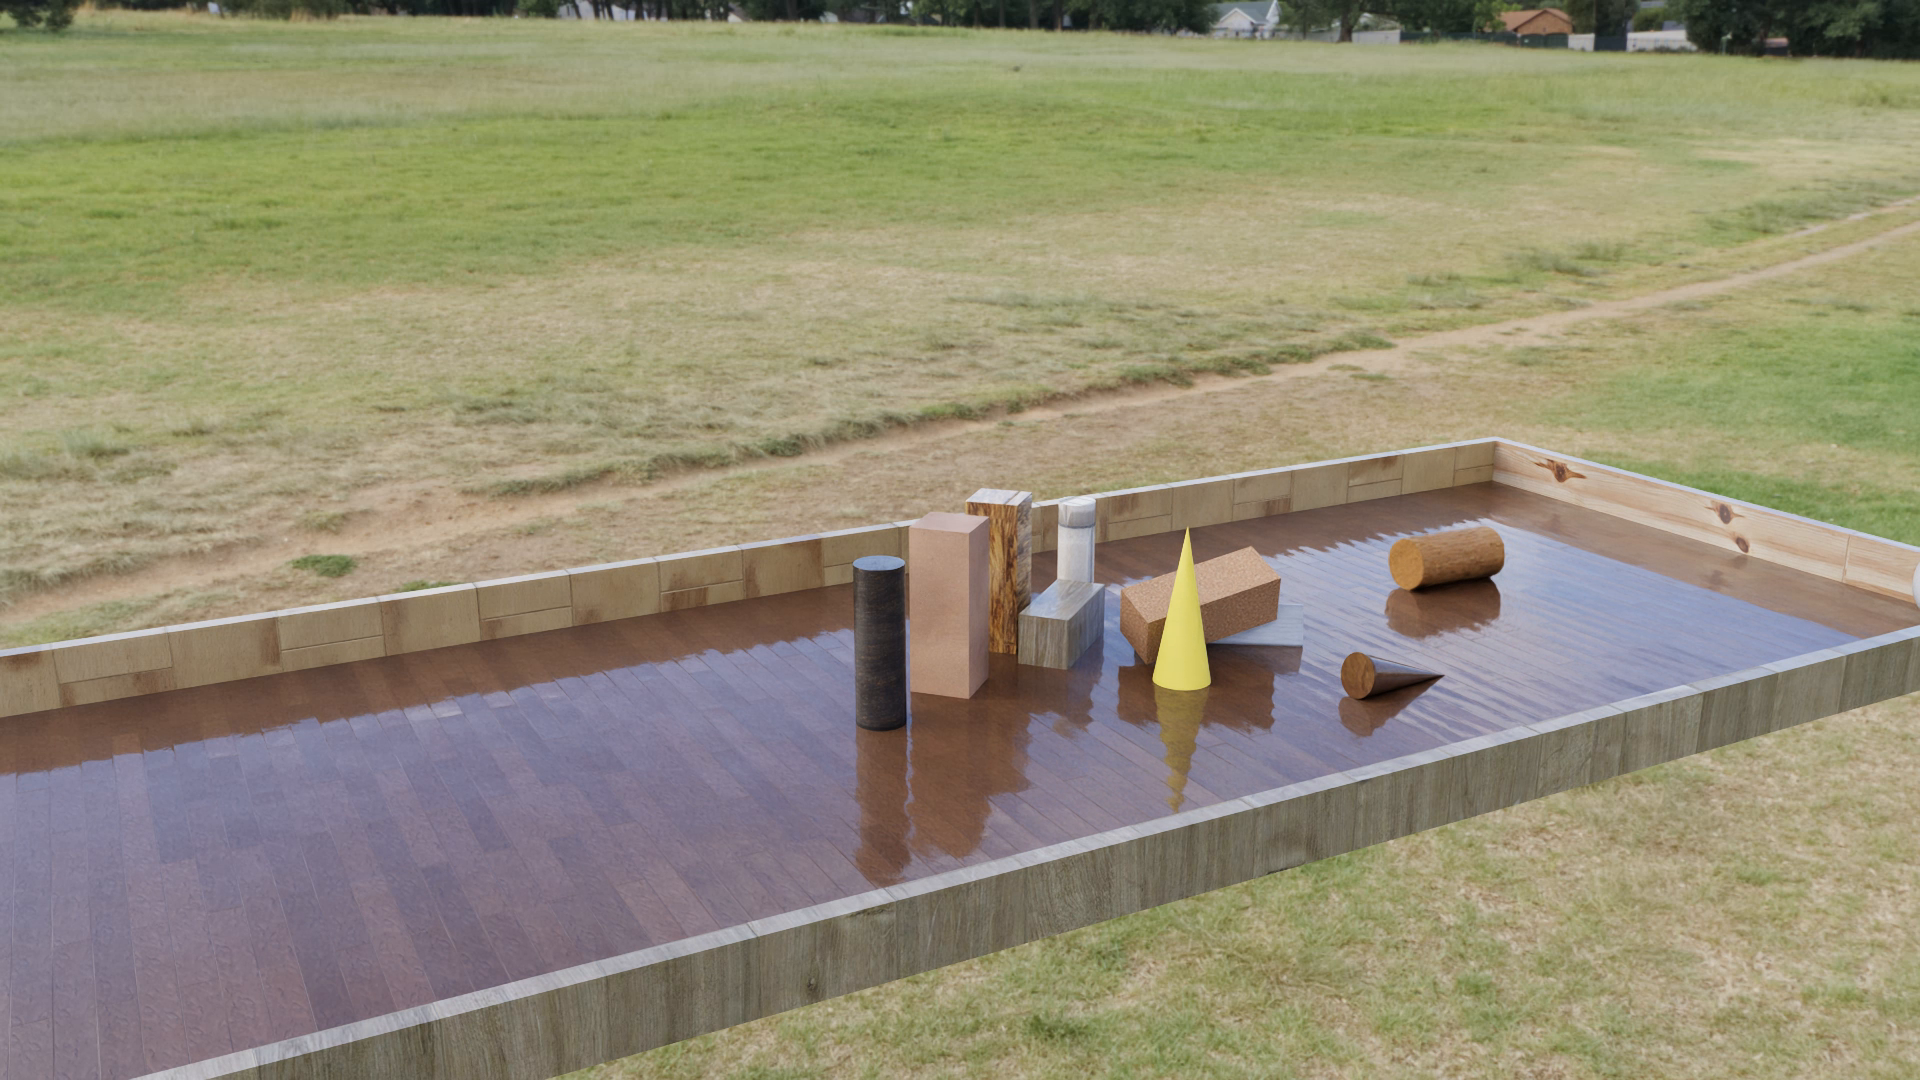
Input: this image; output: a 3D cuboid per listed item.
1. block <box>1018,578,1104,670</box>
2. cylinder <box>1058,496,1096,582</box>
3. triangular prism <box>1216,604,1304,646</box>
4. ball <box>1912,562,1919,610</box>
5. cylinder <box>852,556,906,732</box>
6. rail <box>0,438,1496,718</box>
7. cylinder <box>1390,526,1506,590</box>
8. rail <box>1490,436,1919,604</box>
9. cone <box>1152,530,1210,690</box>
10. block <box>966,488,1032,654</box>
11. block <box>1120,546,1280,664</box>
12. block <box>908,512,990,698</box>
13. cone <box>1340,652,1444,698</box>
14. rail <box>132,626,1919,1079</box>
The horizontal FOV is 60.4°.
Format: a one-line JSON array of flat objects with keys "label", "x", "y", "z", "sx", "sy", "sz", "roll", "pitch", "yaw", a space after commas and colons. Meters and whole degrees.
[{"label": "block", "x": 0.272, "y": 0.220, "z": 4.369, "sx": 0.134, "sy": 0.134, "sz": 0.320, "roll": 6, "pitch": 18, "yaw": 21}, {"label": "cylinder", "x": 0.323, "y": 0.051, "z": 4.591, "sx": 0.102, "sy": 0.332, "sz": 0.102, "roll": 0, "pitch": 16, "yaw": 0}, {"label": "triangular prism", "x": 0.697, "y": 0.212, "z": 4.449, "sx": 0.445, "sy": 0.098, "sz": 0.113, "roll": 2, "pitch": 16, "yaw": 6}, {"label": "ball", "x": 2.725, "y": 0.125, "z": 4.448, "sx": 0.272, "sy": 0.272, "sz": 0.272, "roll": 0, "pitch": 16, "yaw": 0}, {"label": "cylinder", "x": -0.186, "y": 0.241, "z": 3.840, "sx": 0.120, "sy": 0.392, "sz": 0.120, "roll": 0, "pitch": 16, "yaw": 0}, {"label": "rail", "x": -3.305, "y": 0.497, "z": 3.399, "sx": 12.000, "sy": 0.150, "sz": 0.050, "roll": -9, "pitch": 18, "yaw": -27}, {"label": "cylinder", "x": 1.449, "y": 0.054, "z": 4.905, "sx": 0.309, "sy": 0.151, "sz": 0.151, "roll": -8, "pitch": 18, "yaw": -24}, {"label": "rail", "x": 2.466, "y": -0.048, "z": 5.253, "sx": 0.050, "sy": 0.150, "sz": 2.100, "roll": -9, "pitch": 18, "yaw": -27}, {"label": "cone", "x": 0.559, "y": 0.158, "z": 4.100, "sx": 0.146, "sy": 0.404, "sz": 0.146, "roll": 0, "pitch": 16, "yaw": 0}, {"label": "block", "x": 0.102, "y": 0.081, "z": 4.360, "sx": 0.141, "sy": 0.405, "sz": 0.141, "roll": 5, "pitch": 17, "yaw": 17}, {"label": "block", "x": 0.628, "y": 0.169, "z": 4.320, "sx": 0.390, "sy": 0.146, "sz": 0.146, "roll": -17, "pitch": 41, "yaw": -17}, {"label": "block", "x": -0.025, "y": 0.159, "z": 4.066, "sx": 0.153, "sy": 0.422, "sz": 0.153, "roll": 6, "pitch": 17, "yaw": 18}, {"label": "cone", "x": 1.101, "y": 0.337, "z": 4.107, "sx": 0.303, "sy": 0.114, "sz": 0.114, "roll": 3, "pitch": 13, "yaw": -31}, {"label": "rail", "x": -2.336, "y": 1.006, "z": 1.665, "sx": 12.000, "sy": 0.150, "sz": 0.050, "roll": -9, "pitch": 18, "yaw": -27}]
